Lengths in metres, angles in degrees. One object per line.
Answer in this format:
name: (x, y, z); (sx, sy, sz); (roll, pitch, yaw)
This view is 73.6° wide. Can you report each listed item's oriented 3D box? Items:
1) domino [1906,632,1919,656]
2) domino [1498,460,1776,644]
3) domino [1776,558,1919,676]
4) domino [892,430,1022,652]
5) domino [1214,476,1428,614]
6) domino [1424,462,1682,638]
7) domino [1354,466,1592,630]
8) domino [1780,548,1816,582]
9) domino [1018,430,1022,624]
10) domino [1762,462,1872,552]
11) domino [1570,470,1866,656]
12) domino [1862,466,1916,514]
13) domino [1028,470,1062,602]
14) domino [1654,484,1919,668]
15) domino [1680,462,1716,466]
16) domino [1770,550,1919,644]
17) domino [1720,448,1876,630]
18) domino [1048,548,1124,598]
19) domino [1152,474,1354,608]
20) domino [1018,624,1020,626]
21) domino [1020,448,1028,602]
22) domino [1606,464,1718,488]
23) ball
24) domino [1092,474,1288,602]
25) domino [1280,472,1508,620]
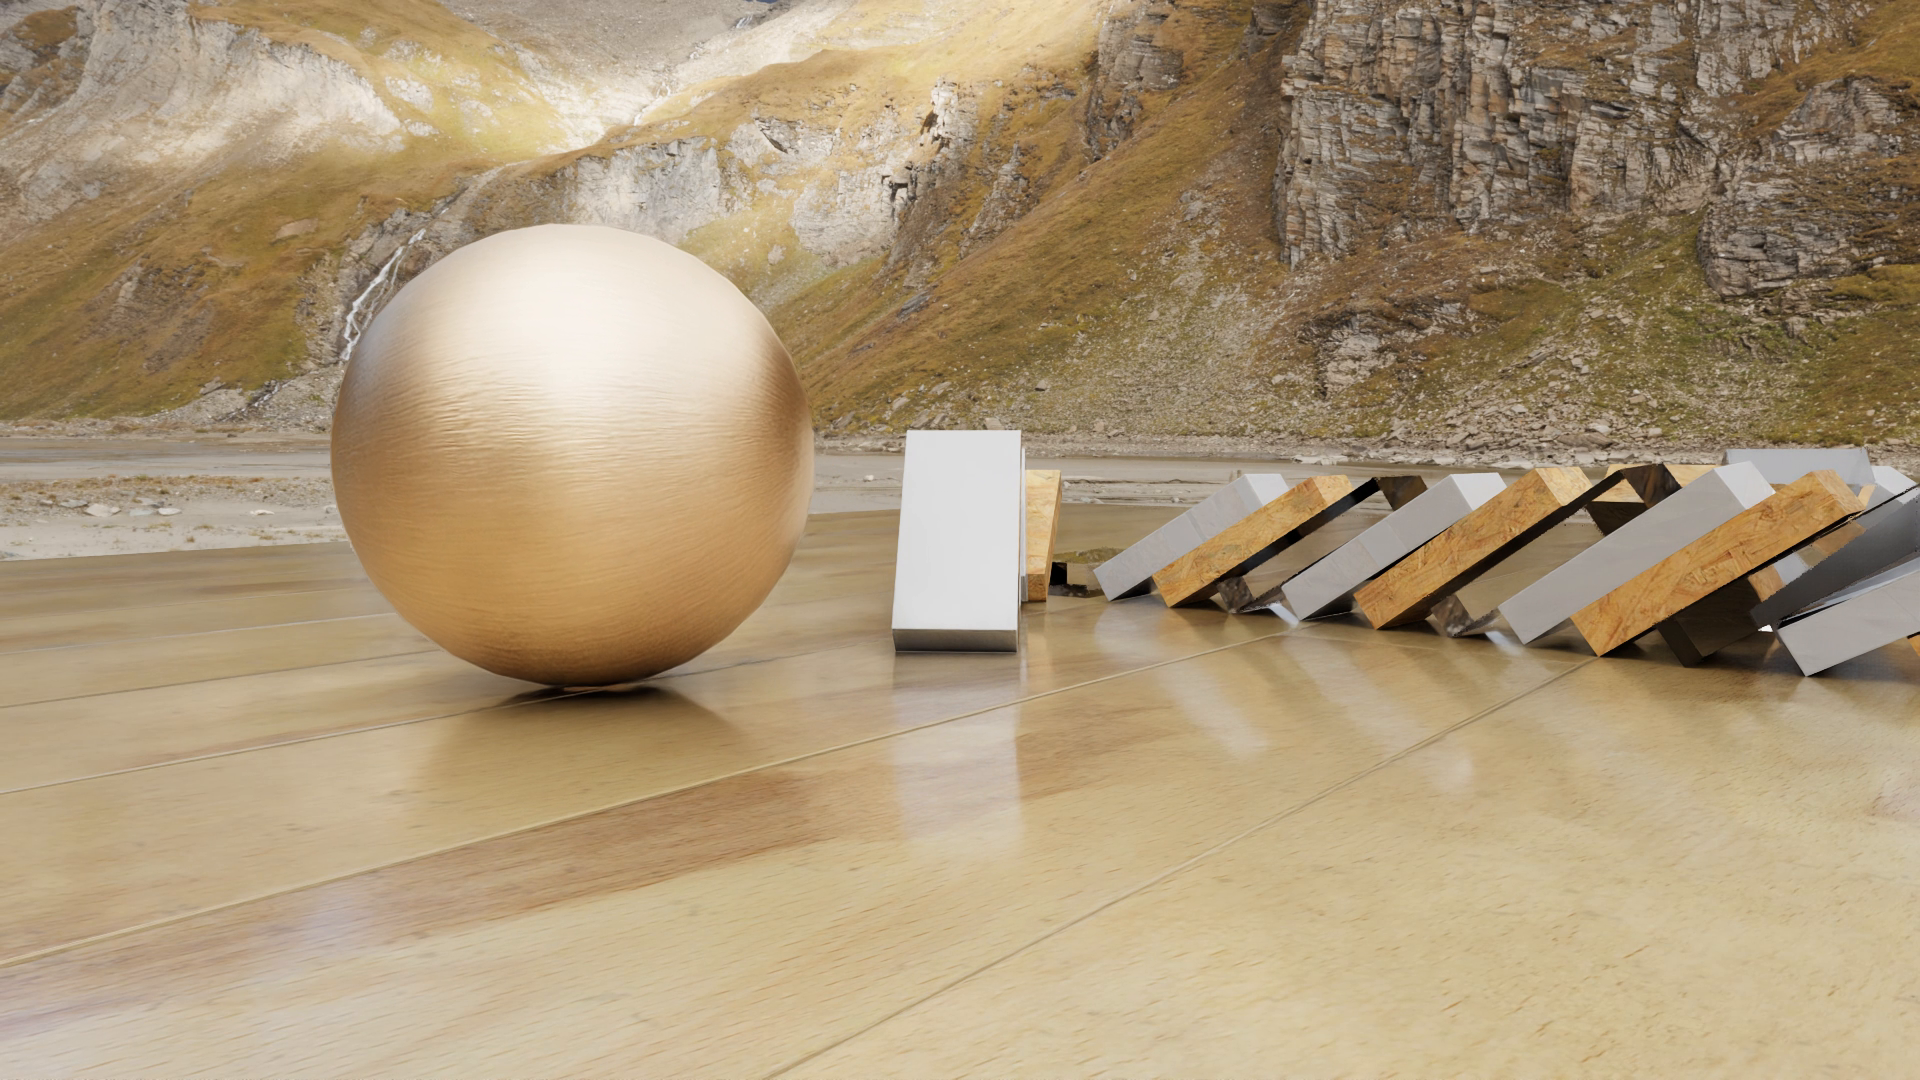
domino: (0.194, 0.009, 0.222); (0.050, 0.009, 0.025); (-34, -14, 32)
domino: (0.138, 0.003, 0.263); (0.025, 0.009, 0.050); (-8, -28, -44)
domino: (0.177, 0.008, 0.233); (0.050, 0.010, 0.025); (-34, -16, 32)
domino: (0.000, -0.001, 0.272); (0.025, 0.050, 0.010); (0, -33, 4)
domino: (0.090, 0.001, 0.317); (0.025, 0.010, 0.050); (-5, -26, -47)
domino: (0.128, 0.003, 0.276); (0.025, 0.010, 0.050); (-8, -28, -43)
domino: (0.116, 0.002, 0.289); (0.025, 0.010, 0.050); (-4, -30, -45)
domino: (0.188, 0.000, 0.315); (0.050, 0.010, 0.025); (37, -9, -19)
domino: (0.001, -0.001, 0.284); (0.025, 0.050, 0.009); (0, -33, 4)
domino: (0.232, -0.001, 0.331); (0.025, 0.009, 0.050); (-2, 40, -45)
domino: (0.149, 0.005, 0.253); (0.025, 0.009, 0.050); (-5, -30, -48)
domino: (0.246, 0.000, 0.318); (0.025, 0.009, 0.050); (-3, 41, -37)
domino: (0.014, -0.002, 0.365); (0.025, 0.009, 0.050); (1, 37, 10)
domino: (0.159, 0.006, 0.240); (0.025, 0.009, 0.050); (-5, -29, -48)
domino: (0.208, -0.001, 0.331); (0.050, 0.009, 0.025); (38, 11, 7)
domino: (0.191, 0.004, 0.258); (0.025, 0.010, 0.050); (-1, -33, -17)
domino: (0.175, 0.001, 0.278); (0.025, 0.009, 0.050); (1, -39, 16)
domino: (0.041, 0.009, 0.381); (0.025, 0.010, 0.050); (3, 5, 38)
domino: (0.077, 0.000, 0.332); (0.050, 0.010, 0.025); (-35, -17, 32)
domino: (0.002, -0.003, 0.308); (0.025, 0.050, 0.010); (0, -33, 3)
domino: (0.006, -0.004, 0.350); (0.025, 0.009, 0.050); (-3, 44, 6)
domino: (0.174, 0.001, 0.302); (0.050, 0.009, 0.025); (41, -20, -30)
ball: (-0.066, -0.014, 0.224); (0.080, 0.080, 0.080); (0, 4, 0)
domino: (0.062, -0.001, 0.342); (0.050, 0.009, 0.025); (-35, -16, 30)
domino: (0.103, 0.002, 0.303); (0.025, 0.010, 0.050); (-4, -28, -45)
